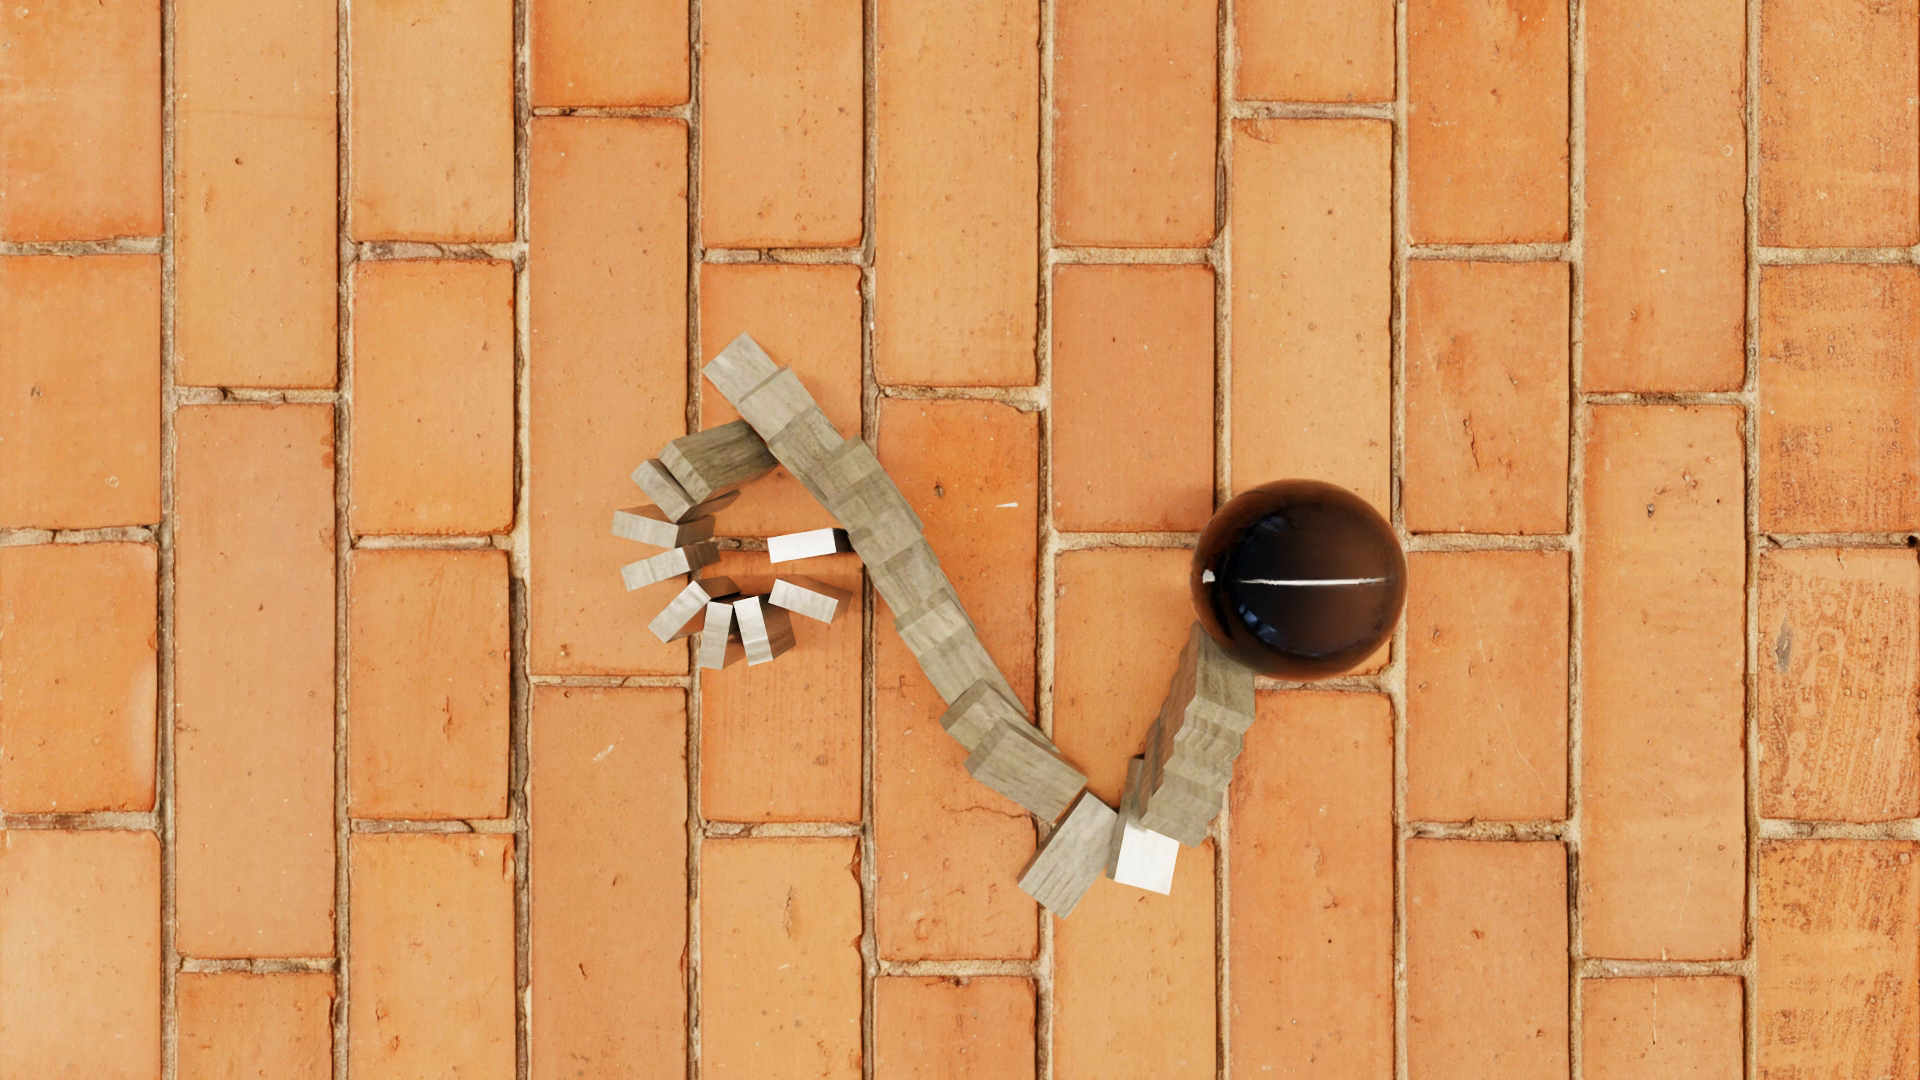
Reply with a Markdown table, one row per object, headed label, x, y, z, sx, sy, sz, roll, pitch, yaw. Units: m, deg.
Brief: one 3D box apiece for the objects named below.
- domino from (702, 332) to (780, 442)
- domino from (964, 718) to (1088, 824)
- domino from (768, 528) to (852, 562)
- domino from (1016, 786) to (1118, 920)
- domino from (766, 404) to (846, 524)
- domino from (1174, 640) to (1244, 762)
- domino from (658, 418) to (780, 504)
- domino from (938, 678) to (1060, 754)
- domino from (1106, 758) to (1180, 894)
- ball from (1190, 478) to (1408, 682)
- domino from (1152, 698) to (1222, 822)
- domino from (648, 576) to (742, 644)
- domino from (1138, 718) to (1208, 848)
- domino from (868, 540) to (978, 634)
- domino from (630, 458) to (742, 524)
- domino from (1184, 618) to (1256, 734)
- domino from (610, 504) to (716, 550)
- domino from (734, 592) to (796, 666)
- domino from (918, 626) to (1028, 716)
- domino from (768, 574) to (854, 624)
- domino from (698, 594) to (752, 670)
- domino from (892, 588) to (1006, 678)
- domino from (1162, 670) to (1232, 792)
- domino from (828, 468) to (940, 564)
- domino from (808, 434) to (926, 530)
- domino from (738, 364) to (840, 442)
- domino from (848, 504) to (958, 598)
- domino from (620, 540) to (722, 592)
| label | x | y | z | sx | sy | sz | roll | pitch | yaw |
| --- | --- | --- | --- | --- | --- | --- | --- | --- | --- |
| domino | -0.084 | -0.062 | 0.395 | 0.025 | 0.010 | 0.050 | -42 | 90 | 0 |
| domino | 0.028 | 0.097 | 0.383 | 0.050 | 0.009 | 0.025 | 37 | 94 | -29 |
| domino | -0.060 | 0.002 | 0.375 | 0.025 | 0.050 | 0.009 | -9 | 90 | 0 |
| domino | 0.050 | 0.135 | 0.395 | 0.025 | 0.010 | 0.050 | 37 | 90 | 0 |
| domino | -0.054 | -0.030 | 0.384 | 0.025 | 0.010 | 0.050 | -41 | 119 | 1 |
| domino | 0.103 | 0.065 | 0.378 | 0.025 | 0.050 | 0.010 | 23 | 129 | 0 |
| domino | -0.098 | -0.033 | 0.376 | 0.009 | 0.050 | 0.025 | -40 | 90 | 27 |
| domino | 0.017 | 0.082 | 0.384 | 0.025 | 0.010 | 0.050 | -45 | 119 | 0 |
| domino | 0.080 | 0.121 | 0.387 | 0.025 | 0.009 | 0.050 | 18 | 76 | -11 |
| ball | 0.131 | 0.016 | 0.360 | 0.080 | 0.080 | 0.080 | 0 | 90 | 0 |
| domino | 0.095 | 0.088 | 0.378 | 0.025 | 0.050 | 0.010 | 23 | 129 | 0 |
| domino | -0.107 | 0.028 | 0.375 | 0.025 | 0.050 | 0.009 | -44 | 90 | 0 |
| domino | 0.089 | 0.099 | 0.378 | 0.025 | 0.050 | 0.009 | 23 | 129 | 0 |
| domino | -0.015 | 0.026 | 0.381 | 0.025 | 0.009 | 0.050 | -32 | 125 | -1 |
| domino | -0.111 | -0.022 | 0.375 | 0.009 | 0.050 | 0.025 | -44 | 90 | 13 |
| domino | 0.108 | 0.054 | 0.378 | 0.025 | 0.050 | 0.009 | 23 | 129 | 0 |
| domino | -0.120 | -0.006 | 0.375 | 0.025 | 0.050 | 0.009 | 14 | 96 | 0 |
| domino | -0.079 | 0.035 | 0.375 | 0.009 | 0.050 | 0.025 | -14 | 90 | 0 |
| domino | 0.006 | 0.061 | 0.383 | 0.025 | 0.009 | 0.050 | -33 | 121 | 0 |
| domino | -0.060 | 0.023 | 0.375 | 0.025 | 0.050 | 0.010 | 19 | 90 | 0 |
| domino | -0.094 | 0.037 | 0.375 | 0.010 | 0.050 | 0.025 | 10 | 90 | 0 |
| domino | -0.004 | 0.046 | 0.383 | 0.025 | 0.010 | 0.050 | -33 | 121 | 0 |
| domino | 0.099 | 0.077 | 0.378 | 0.025 | 0.050 | 0.010 | 23 | 129 | 0 |
| domino | -0.031 | -0.003 | 0.381 | 0.025 | 0.009 | 0.050 | -33 | 125 | -2 |
| domino | -0.038 | -0.017 | 0.382 | 0.025 | 0.010 | 0.050 | -35 | 125 | 0 |
| domino | -0.067 | -0.046 | 0.384 | 0.025 | 0.010 | 0.050 | -37 | 116 | -1 |
| domino | -0.023 | 0.011 | 0.381 | 0.025 | 0.009 | 0.050 | -32 | 125 | -2 |
| domino | -0.117 | 0.010 | 0.375 | 0.025 | 0.050 | 0.010 | -19 | 93 | 0 |
